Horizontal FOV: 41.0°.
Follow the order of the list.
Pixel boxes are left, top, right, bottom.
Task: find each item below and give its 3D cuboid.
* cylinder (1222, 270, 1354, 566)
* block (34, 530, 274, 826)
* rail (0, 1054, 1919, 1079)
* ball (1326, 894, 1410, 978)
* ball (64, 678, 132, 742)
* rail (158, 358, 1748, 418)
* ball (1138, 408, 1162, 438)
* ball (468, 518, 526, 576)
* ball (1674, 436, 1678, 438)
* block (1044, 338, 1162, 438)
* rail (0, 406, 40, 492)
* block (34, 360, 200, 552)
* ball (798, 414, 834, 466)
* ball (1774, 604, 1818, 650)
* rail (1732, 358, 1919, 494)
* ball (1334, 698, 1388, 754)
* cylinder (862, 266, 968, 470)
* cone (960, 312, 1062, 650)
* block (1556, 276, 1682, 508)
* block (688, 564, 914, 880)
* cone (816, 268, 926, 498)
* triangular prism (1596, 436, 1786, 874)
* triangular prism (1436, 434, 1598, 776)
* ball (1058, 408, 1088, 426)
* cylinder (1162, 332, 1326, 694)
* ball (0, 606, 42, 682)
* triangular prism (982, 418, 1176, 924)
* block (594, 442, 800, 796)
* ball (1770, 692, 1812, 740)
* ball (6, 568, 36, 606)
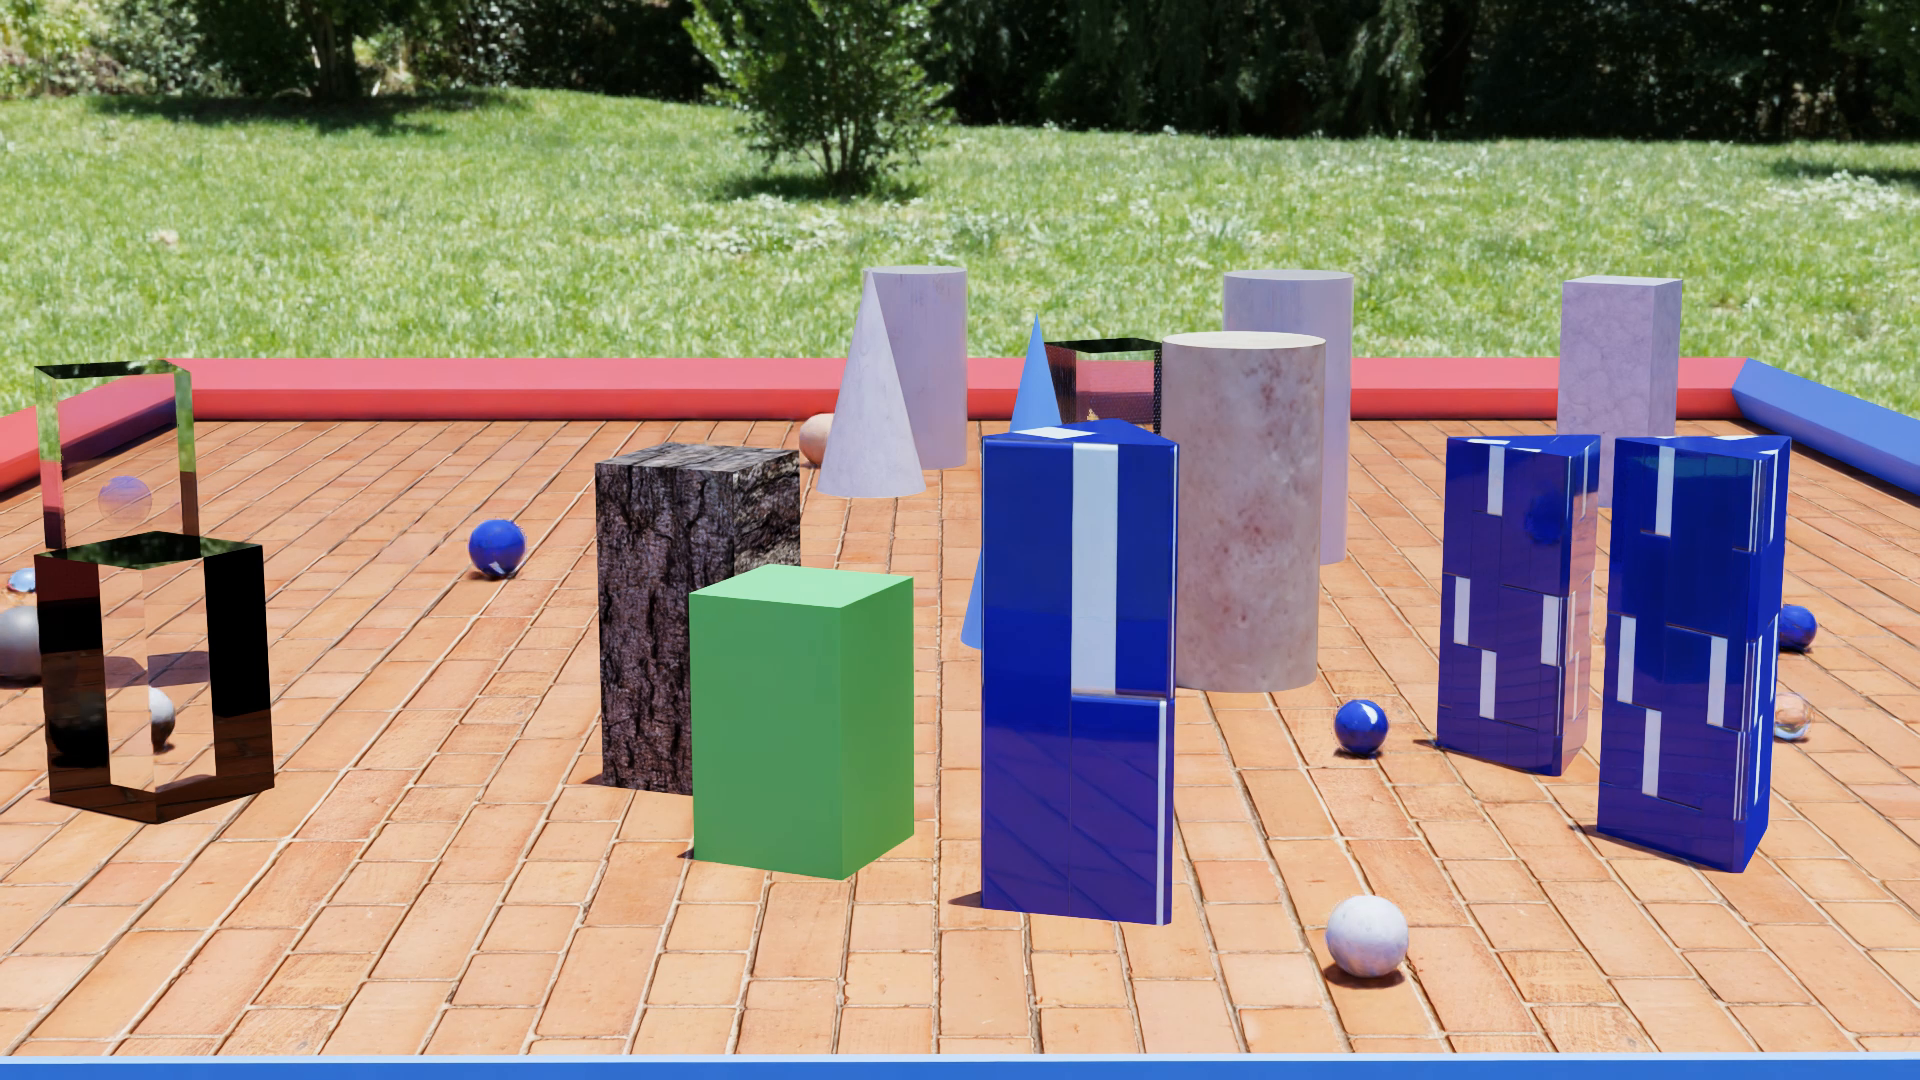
[{"bbox_3d":[0.483,-0.184,3.809,0.192,0.420,0.192,0,11,0],"label":"cylinder"},{"bbox_3d":[-0.803,0.133,2.565,0.154,0.251,0.154,6,12,31],"label":"block"},{"bbox_3d":[0.011,0.374,1.609,3.286,0.125,0.045,0,11,0],"label":"rail"},{"bbox_3d":[0.329,0.319,2.068,0.067,0.067,0.067,0,11,0],"label":"ball"},{"bbox_3d":[-0.935,0.185,2.785,0.070,0.070,0.070,0,11,0],"label":"ball"},{"bbox_3d":[-0.011,-0.310,5.290,3.286,0.125,0.045,0,11,0],"label":"rail"},{"bbox_3d":[0.377,-0.204,4.813,0.091,0.091,0.091,0,11,0],"label":"ball"},{"bbox_3d":[-0.666,0.010,3.688,0.082,0.082,0.082,0,11,0],"label":"ball"},{"bbox_3d":[1.211,-0.144,4.381,0.072,0.072,0.072,0,11,0],"label":"ball"},{"bbox_3d":[0.210,-0.099,3.561,0.154,0.344,0.154,-5,12,-25],"label":"block"},{"bbox_3d":[-1.619,0.034,3.440,0.045,0.125,3.791,0,11,0],"label":"rail"},{"bbox_3d":[-1.018,-0.026,3.111,0.154,0.364,0.154,-6,12,-28],"label":"block"},{"bbox_3d":[-0.248,-0.184,4.695,0.096,0.096,0.096,0,11,0],"label":"ball"},{"bbox_3d":[1.046,0.110,3.220,0.058,0.058,0.058,0,11,0],"label":"ball"},{"bbox_3d":[1.619,0.030,3.458,0.045,0.125,3.791,0,11,0],"label":"rail"},{"bbox_3d":[0.428,0.199,2.739,0.058,0.058,0.058,0,11,0],"label":"ball"},{"bbox_3d":[-0.082,-0.318,4.708,0.192,0.356,0.192,0,11,0],"label":"cylinder"},{"bbox_3d":[0.096,-0.080,3.251,0.192,0.419,0.192,0,11,0],"label":"cone"},{"bbox_3d":[1.102,-0.249,4.296,0.154,0.371,0.154,7,12,32],"label":"block"},{"bbox_3d":[-0.145,0.165,2.392,0.154,0.252,0.154,5,12,24],"label":"block"},{"bbox_3d":[-0.154,-0.279,4.410,0.192,0.387,0.192,0,11,0],"label":"cone"},{"bbox_3d":[0.719,0.097,2.408,0.144,0.381,0.166,-7,13,-35],"label":"triangular prism"},{"bbox_3d":[0.624,0.060,2.729,0.144,0.335,0.166,-8,13,-36],"label":"triangular prism"},{"bbox_3d":[0.212,-0.220,4.955,0.072,0.072,0.072,0,11,0],"label":"ball"},{"bbox_3d":[0.334,-0.037,3.061,0.192,0.405,0.192,0,11,0],"label":"cylinder"},{"bbox_3d":[-1.114,0.123,3.058,0.091,0.091,0.091,0,11,0],"label":"ball"},{"bbox_3d":[0.118,0.109,2.250,0.166,0.415,0.144,3,11,16],"label":"triangular prism"},{"bbox_3d":[-0.265,0.079,2.631,0.154,0.333,0.154,4,11,21],"label":"block"},{"bbox_3d":[0.903,0.192,2.798,0.050,0.050,0.050,0,11,0],"label":"ball"},{"bbox_3d":[-1.250,0.067,3.447,0.060,0.060,0.060,0,11,0],"label":"ball"}]
